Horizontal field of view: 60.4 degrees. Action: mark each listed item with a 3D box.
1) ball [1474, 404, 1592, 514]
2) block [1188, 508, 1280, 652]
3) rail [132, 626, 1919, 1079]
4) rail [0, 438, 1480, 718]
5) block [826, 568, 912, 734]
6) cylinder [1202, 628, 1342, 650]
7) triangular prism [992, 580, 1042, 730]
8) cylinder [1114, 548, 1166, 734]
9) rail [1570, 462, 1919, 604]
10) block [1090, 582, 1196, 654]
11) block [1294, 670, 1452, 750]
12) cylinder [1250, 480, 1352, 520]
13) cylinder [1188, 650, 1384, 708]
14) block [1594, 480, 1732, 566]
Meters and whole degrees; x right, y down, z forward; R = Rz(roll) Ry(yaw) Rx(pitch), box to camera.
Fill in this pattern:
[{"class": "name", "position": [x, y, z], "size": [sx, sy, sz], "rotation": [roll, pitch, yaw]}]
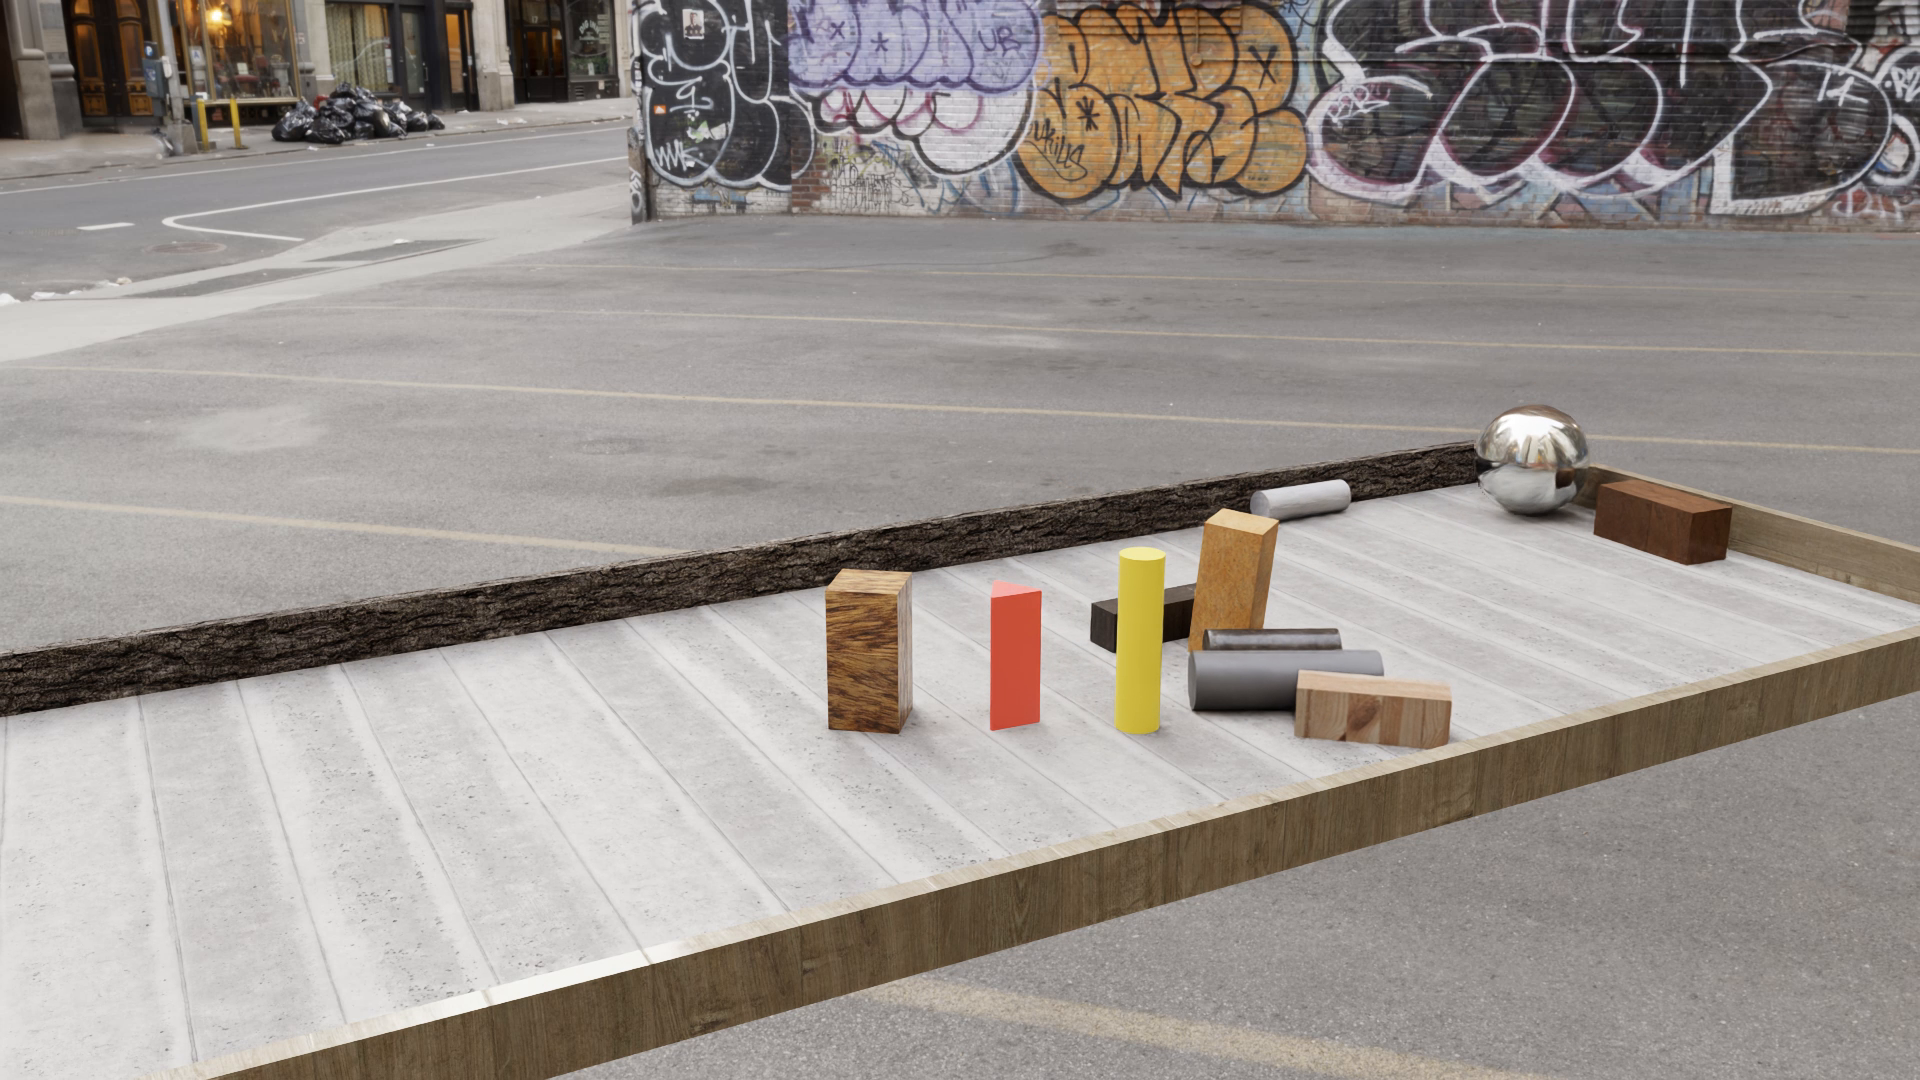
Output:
[{"class": "ball", "position": [1.953, -0.275, 5.626], "size": [0.375, 0.375, 0.375], "rotation": [0, 16, 0]}, {"class": "block", "position": [0.710, 0.121, 4.290], "size": [0.153, 0.357, 0.153], "rotation": [13, 20, 24]}, {"class": "rail", "position": [-2.336, 1.006, 1.665], "size": [12.000, 0.150, 0.050], "rotation": [-9, 18, -27]}, {"class": "rail", "position": [-3.305, 0.497, 3.399], "size": [12.000, 0.150, 0.050], "rotation": [-9, 18, -27]}, {"class": "block", "position": [-0.210, 0.259, 3.868], "size": [0.168, 0.341, 0.168], "rotation": [3, 17, 9]}, {"class": "cylinder", "position": [0.788, 0.284, 4.175], "size": [0.331, 0.120, 0.120], "rotation": [0, 16, -1]}, {"class": "triangular prism", "position": [0.107, 0.266, 3.872], "size": [0.129, 0.327, 0.112], "rotation": [-8, 18, -25]}, {"class": "cylinder", "position": [0.415, 0.233, 3.815], "size": [0.105, 0.421, 0.105], "rotation": [0, 16, 0]}, {"class": "rail", "position": [2.466, -0.048, 5.253], "size": [0.050, 0.150, 2.100], "rotation": [-9, 18, -27]}, {"class": "block", "position": [0.538, 0.207, 4.459], "size": [0.373, 0.108, 0.108], "rotation": [-9, 19, -29]}, {"class": "block", "position": [0.951, 0.391, 3.807], "size": [0.342, 0.122, 0.122], "rotation": [4, 17, 13]}, {"class": "cylinder", "position": [1.160, -0.133, 5.615], "size": [0.346, 0.109, 0.109], "rotation": [-8, 18, -26]}, {"class": "cylinder", "position": [0.780, 0.335, 3.966], "size": [0.446, 0.141, 0.141], "rotation": [0, 16, -1]}, {"class": "block", "position": [2.235, -0.060, 5.260], "size": [0.168, 0.168, 0.382], "rotation": [-7, 18, -23]}]
